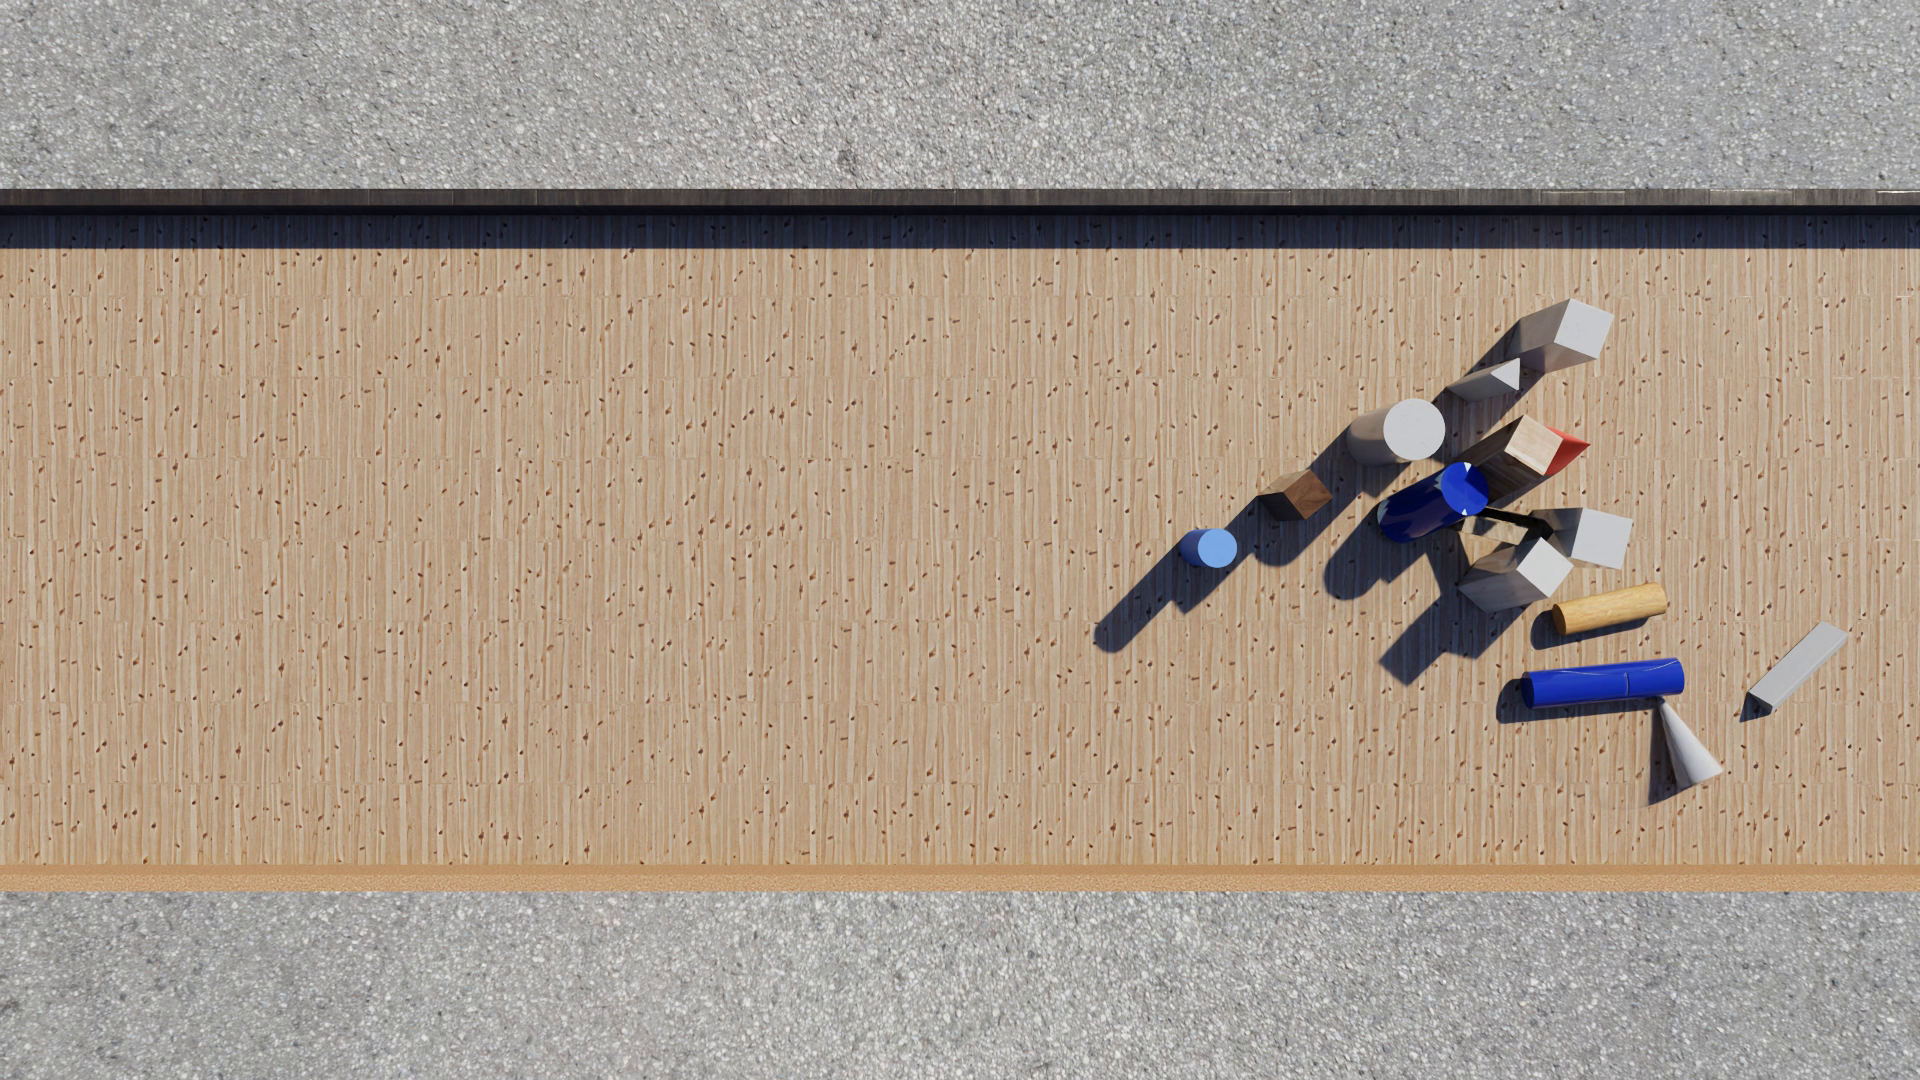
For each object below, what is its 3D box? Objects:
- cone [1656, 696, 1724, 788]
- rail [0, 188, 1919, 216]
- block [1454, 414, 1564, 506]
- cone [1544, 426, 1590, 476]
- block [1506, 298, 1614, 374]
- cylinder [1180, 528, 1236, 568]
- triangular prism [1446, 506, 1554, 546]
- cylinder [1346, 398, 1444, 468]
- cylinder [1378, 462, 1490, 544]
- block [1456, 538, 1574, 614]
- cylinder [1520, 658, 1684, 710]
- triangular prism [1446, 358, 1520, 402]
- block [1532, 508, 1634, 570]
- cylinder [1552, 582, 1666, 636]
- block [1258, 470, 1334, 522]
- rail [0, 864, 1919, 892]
[{"bbox_3d":[2.192,0.590,5.042,0.141,0.141,0.305,-23,77,0],"label":"cone"},{"bbox_3d":[-2.247,-1.025,5.002,12.000,0.150,0.050,0,90,0],"label":"rail"},{"bbox_3d":[1.583,-0.221,4.847,0.130,0.439,0.130,33,75,0],"label":"block"},{"bbox_3d":[1.805,-0.273,4.896,0.150,0.360,0.150,0,90,0],"label":"cone"},{"bbox_3d":[1.763,-0.597,4.868,0.133,0.417,0.133,21,90,0],"label":"block"},{"bbox_3d":[0.732,0.023,4.882,0.111,0.389,0.111,0,90,0],"label":"cylinder"},{"bbox_3d":[1.585,-0.066,4.918,0.093,0.339,0.080,-44,131,-28],"label":"triangular prism"},{"bbox_3d":[1.276,-0.311,4.855,0.174,0.443,0.174,0,90,0],"label":"cylinder"},{"bbox_3d":[1.397,-0.106,4.886,0.158,0.347,0.158,4,75,-16],"label":"cylinder"},{"bbox_3d":[1.631,0.109,4.866,0.123,0.404,0.123,41,79,0],"label":"block"},{"bbox_3d":[1.953,0.436,5.019,0.455,0.115,0.115,-5,90,0],"label":"cylinder"},{"bbox_3d":[1.555,-0.480,4.863,0.090,0.428,0.078,32,90,0],"label":"triangular prism"},{"bbox_3d":[1.817,-0.004,4.871,0.146,0.410,0.146,14,90,0],"label":"block"},{"bbox_3d":[1.978,0.210,5.026,0.311,0.101,0.101,-13,90,0],"label":"cylinder"},{"bbox_3d":[0.983,-0.129,4.867,0.102,0.418,0.102,-39,90,0],"label":"block"},{"bbox_3d":[-2.247,1.025,5.001,12.000,0.150,0.050,0,90,0],"label":"rail"}]
